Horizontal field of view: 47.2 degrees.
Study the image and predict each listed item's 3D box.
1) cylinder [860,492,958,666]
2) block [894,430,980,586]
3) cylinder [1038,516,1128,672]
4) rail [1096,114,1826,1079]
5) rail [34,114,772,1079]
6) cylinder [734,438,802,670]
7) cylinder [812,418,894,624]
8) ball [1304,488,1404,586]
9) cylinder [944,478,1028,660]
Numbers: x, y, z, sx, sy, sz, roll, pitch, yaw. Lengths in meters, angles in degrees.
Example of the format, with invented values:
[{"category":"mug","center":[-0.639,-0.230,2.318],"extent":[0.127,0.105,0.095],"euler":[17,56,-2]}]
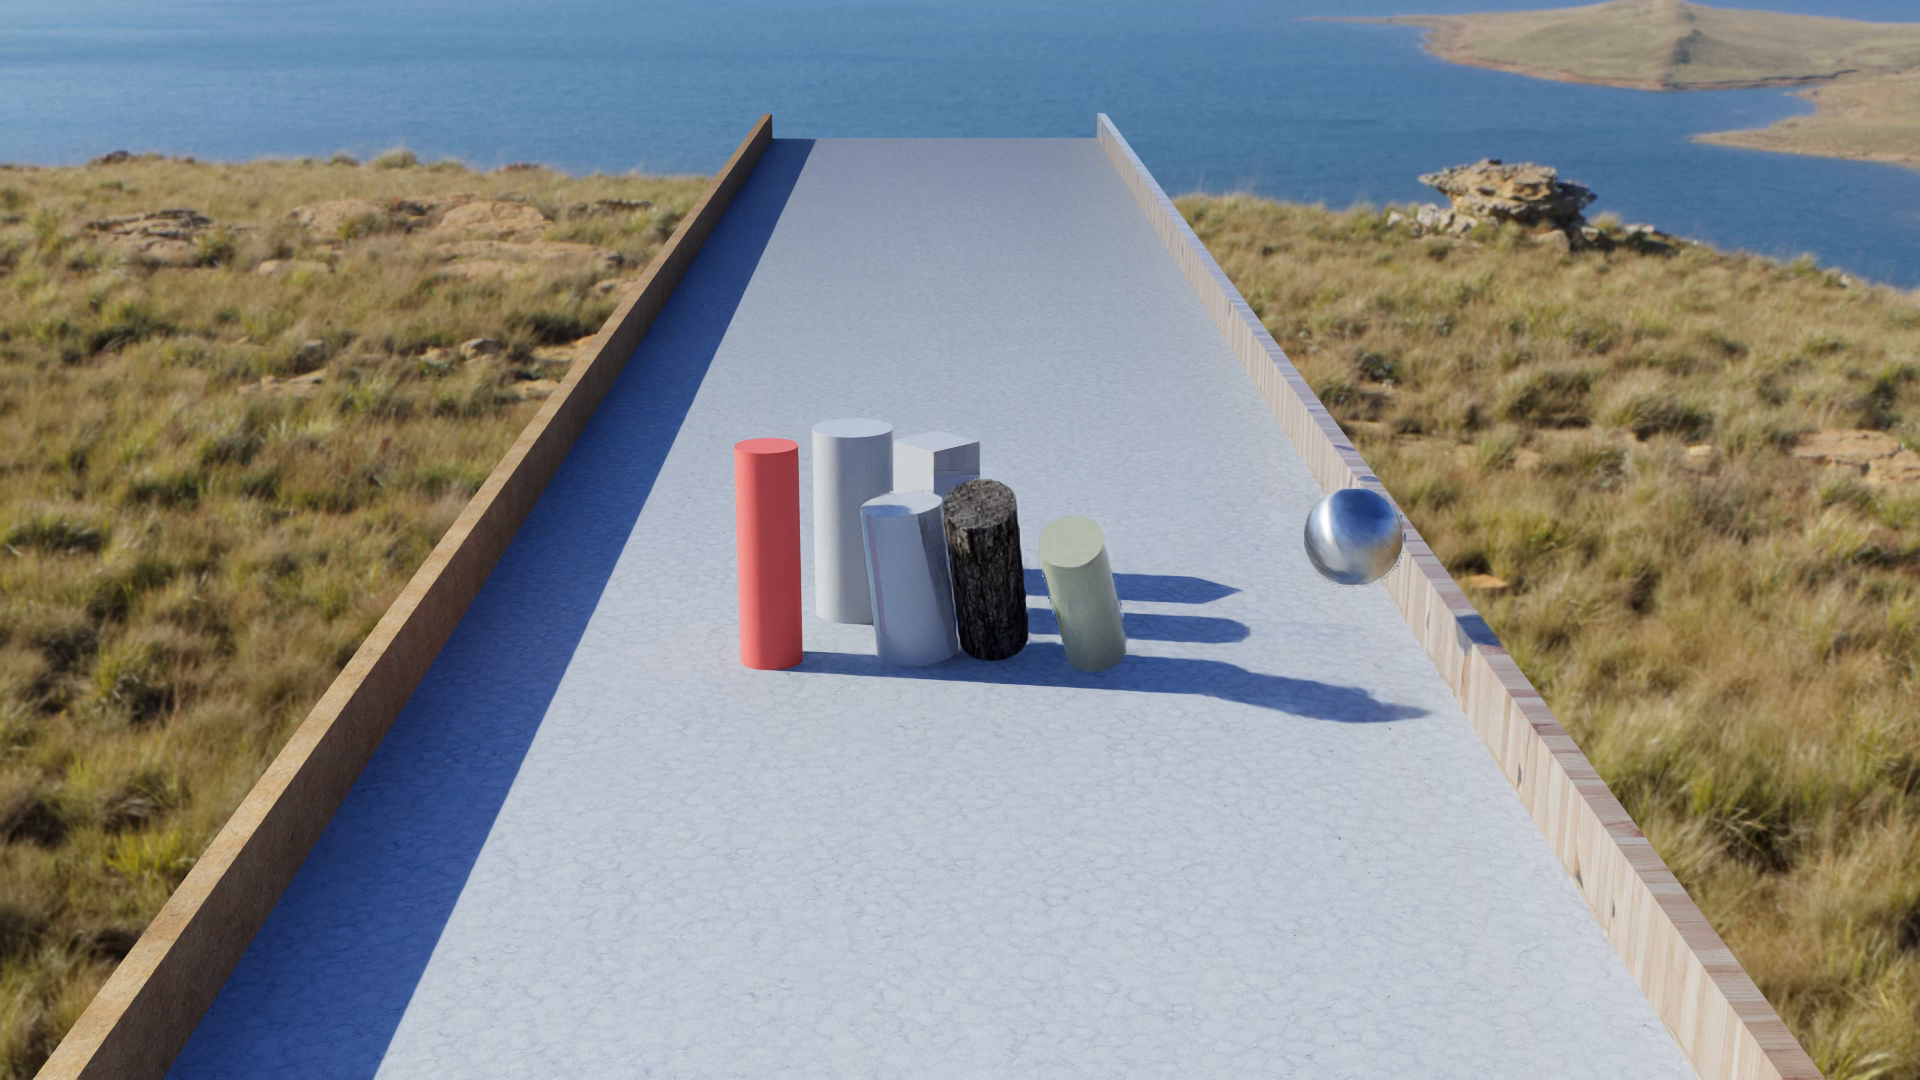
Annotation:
[{"category":"cylinder","center":[-0.100,0.077,4.391],"extent":[0.163,0.313,0.163],"euler":[-6,18,2]},{"category":"block","center":[-0.055,-0.068,4.901],"extent":[0.140,0.315,0.140],"euler":[-15,22,-41]},{"category":"cylinder","center":[0.240,0.107,4.254],"extent":[0.125,0.342,0.125],"euler":[-7,51,8]},{"category":"rail","center":[0.932,-0.844,7.801],"extent":[0.050,0.150,12.000],"euler":[0,17,-1]},{"category":"rail","center":[-1.118,-0.838,7.780],"extent":[0.050,0.150,12.000],"euler":[0,17,-1]},{"category":"cylinder","center":[-0.378,0.028,4.355],"extent":[0.125,0.443,0.125],"euler":[0,17,0]},{"category":"cylinder","center":[-0.224,-0.041,4.655],"extent":[0.171,0.404,0.171],"euler":[0,17,0]},{"category":"ball","center":[0.737,-0.006,4.122],"extent":[0.184,0.184,0.184],"euler":[0,17,0]},{"category":"cylinder","center":[0.054,0.062,4.338],"extent":[0.141,0.364,0.141],"euler":[-4,43,3]}]
